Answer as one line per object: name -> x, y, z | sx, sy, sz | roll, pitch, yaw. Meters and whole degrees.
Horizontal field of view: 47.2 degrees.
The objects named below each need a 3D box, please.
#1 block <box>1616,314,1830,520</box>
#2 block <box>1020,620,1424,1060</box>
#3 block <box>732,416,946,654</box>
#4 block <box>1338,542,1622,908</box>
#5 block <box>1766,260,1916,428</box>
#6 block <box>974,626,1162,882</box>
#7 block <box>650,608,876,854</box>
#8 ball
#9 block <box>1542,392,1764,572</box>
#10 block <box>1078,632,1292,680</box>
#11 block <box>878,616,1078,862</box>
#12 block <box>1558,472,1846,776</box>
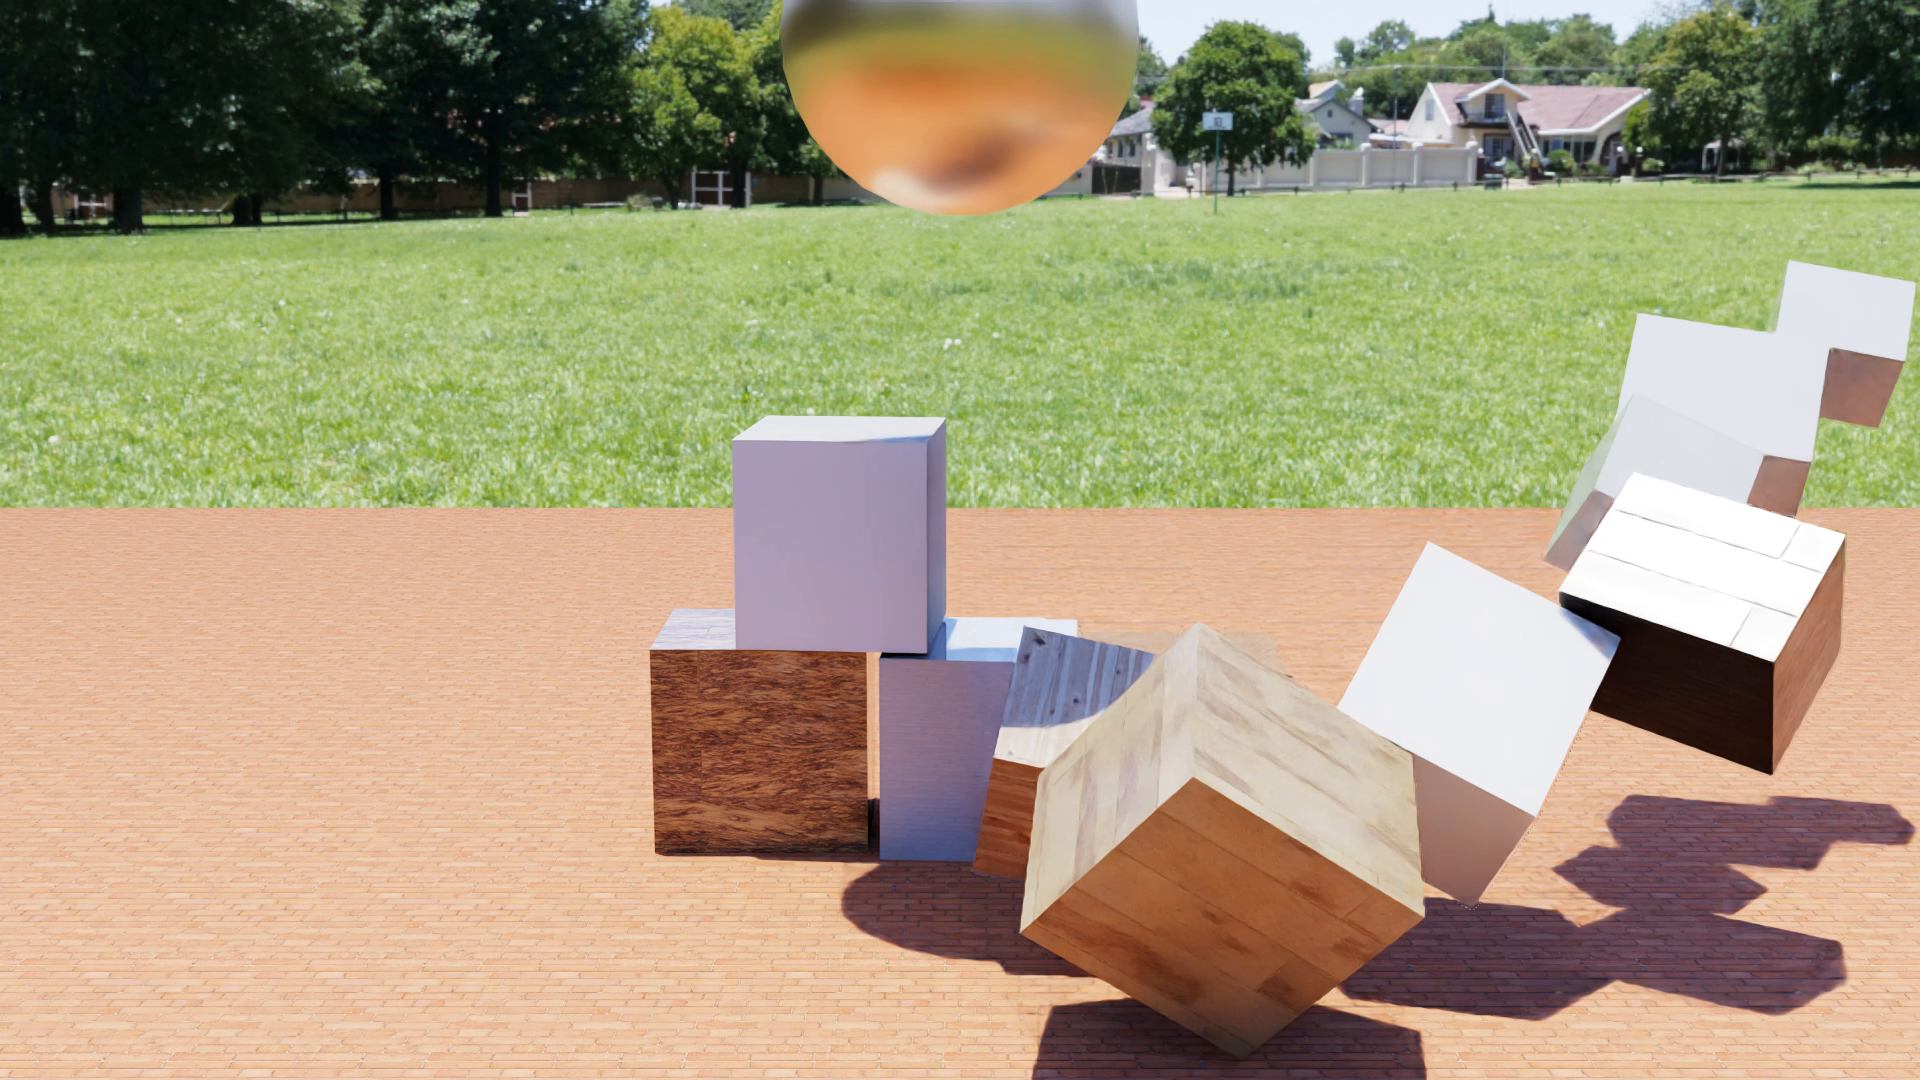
block -> 3.781, -0.538, 11.067 | 0.918, 0.762, 0.759 | 11, 57, 17
block -> 0.999, 1.159, 8.428 | 1.061, 1.040, 0.869 | 32, 34, -16
block -> -0.586, -0.051, 11.118 | 0.943, 1.036, 0.956 | 1, 10, 5
block -> 2.122, 0.807, 9.505 | 0.889, 1.004, 0.947 | 28, 62, 13
block -> 4.445, -0.996, 11.194 | 0.614, 0.544, 0.520 | 13, 58, 15
block -> 0.576, 1.012, 9.784 | 0.828, 0.789, 0.786 | 12, 44, 3
block -> -0.990, 0.964, 11.346 | 1.065, 1.043, 0.948 | 0, 10, 0
ball -> 0.000, -2.248, 9.784 | 1.600, 1.600, 1.600 | 0, 10, 0
block -> 3.258, -0.153, 10.357 | 0.649, 0.616, 0.670 | 27, -30, 8
block -> 1.124, 1.029, 11.336 | 1.010, 0.920, 0.986 | 0, 10, 1
block -> 0.113, 0.998, 11.236 | 0.948, 1.016, 0.981 | 1, 10, 4
block -> 3.174, 0.351, 9.408 | 0.917, 0.787, 0.722 | 21, 59, 33
